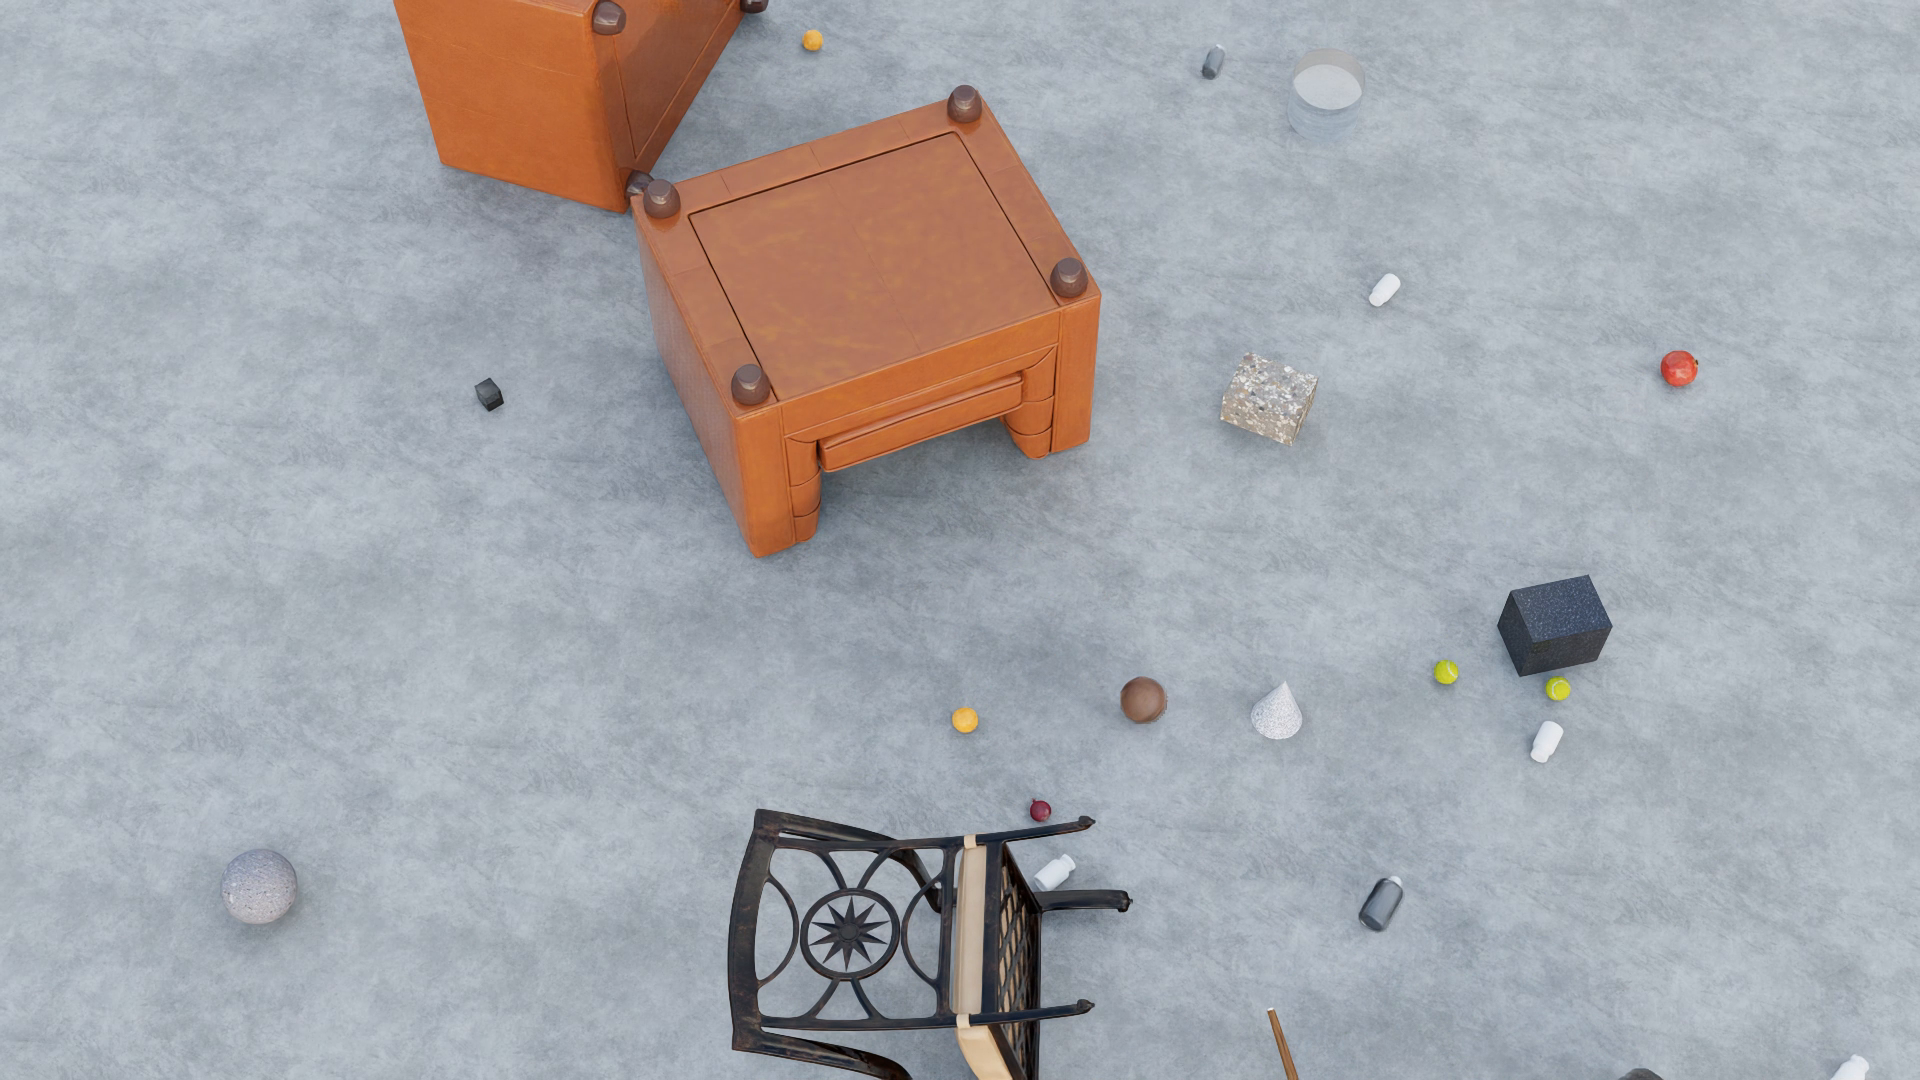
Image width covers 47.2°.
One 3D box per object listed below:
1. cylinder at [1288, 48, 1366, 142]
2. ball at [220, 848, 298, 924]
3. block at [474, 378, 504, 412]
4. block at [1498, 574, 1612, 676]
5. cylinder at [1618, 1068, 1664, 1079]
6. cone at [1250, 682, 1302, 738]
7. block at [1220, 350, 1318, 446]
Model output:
[{"bbox_3d":[1.248,-1.515,7.495,0.244,0.159,0.294,7,56,5],"label":"cylinder"},{"bbox_3d":[-1.861,0.920,5.837,0.198,0.198,0.198,0,56,0],"label":"ball"},{"bbox_3d":[-1.463,-0.452,6.836,0.056,0.068,0.063,-33,62,-20],"label":"block"},{"bbox_3d":[1.700,0.246,6.294,0.237,0.190,0.178,-11,57,-7],"label":"block"},{"bbox_3d":[1.632,1.489,5.412,0.278,0.276,0.256,-27,22,-17],"label":"cylinder"},{"bbox_3d":[0.898,0.446,6.150,0.145,0.207,0.139,2,56,1],"label":"cone"},{"bbox_3d":[0.954,-0.437,6.787,0.238,0.133,0.183,22,59,14],"label":"block"}]
